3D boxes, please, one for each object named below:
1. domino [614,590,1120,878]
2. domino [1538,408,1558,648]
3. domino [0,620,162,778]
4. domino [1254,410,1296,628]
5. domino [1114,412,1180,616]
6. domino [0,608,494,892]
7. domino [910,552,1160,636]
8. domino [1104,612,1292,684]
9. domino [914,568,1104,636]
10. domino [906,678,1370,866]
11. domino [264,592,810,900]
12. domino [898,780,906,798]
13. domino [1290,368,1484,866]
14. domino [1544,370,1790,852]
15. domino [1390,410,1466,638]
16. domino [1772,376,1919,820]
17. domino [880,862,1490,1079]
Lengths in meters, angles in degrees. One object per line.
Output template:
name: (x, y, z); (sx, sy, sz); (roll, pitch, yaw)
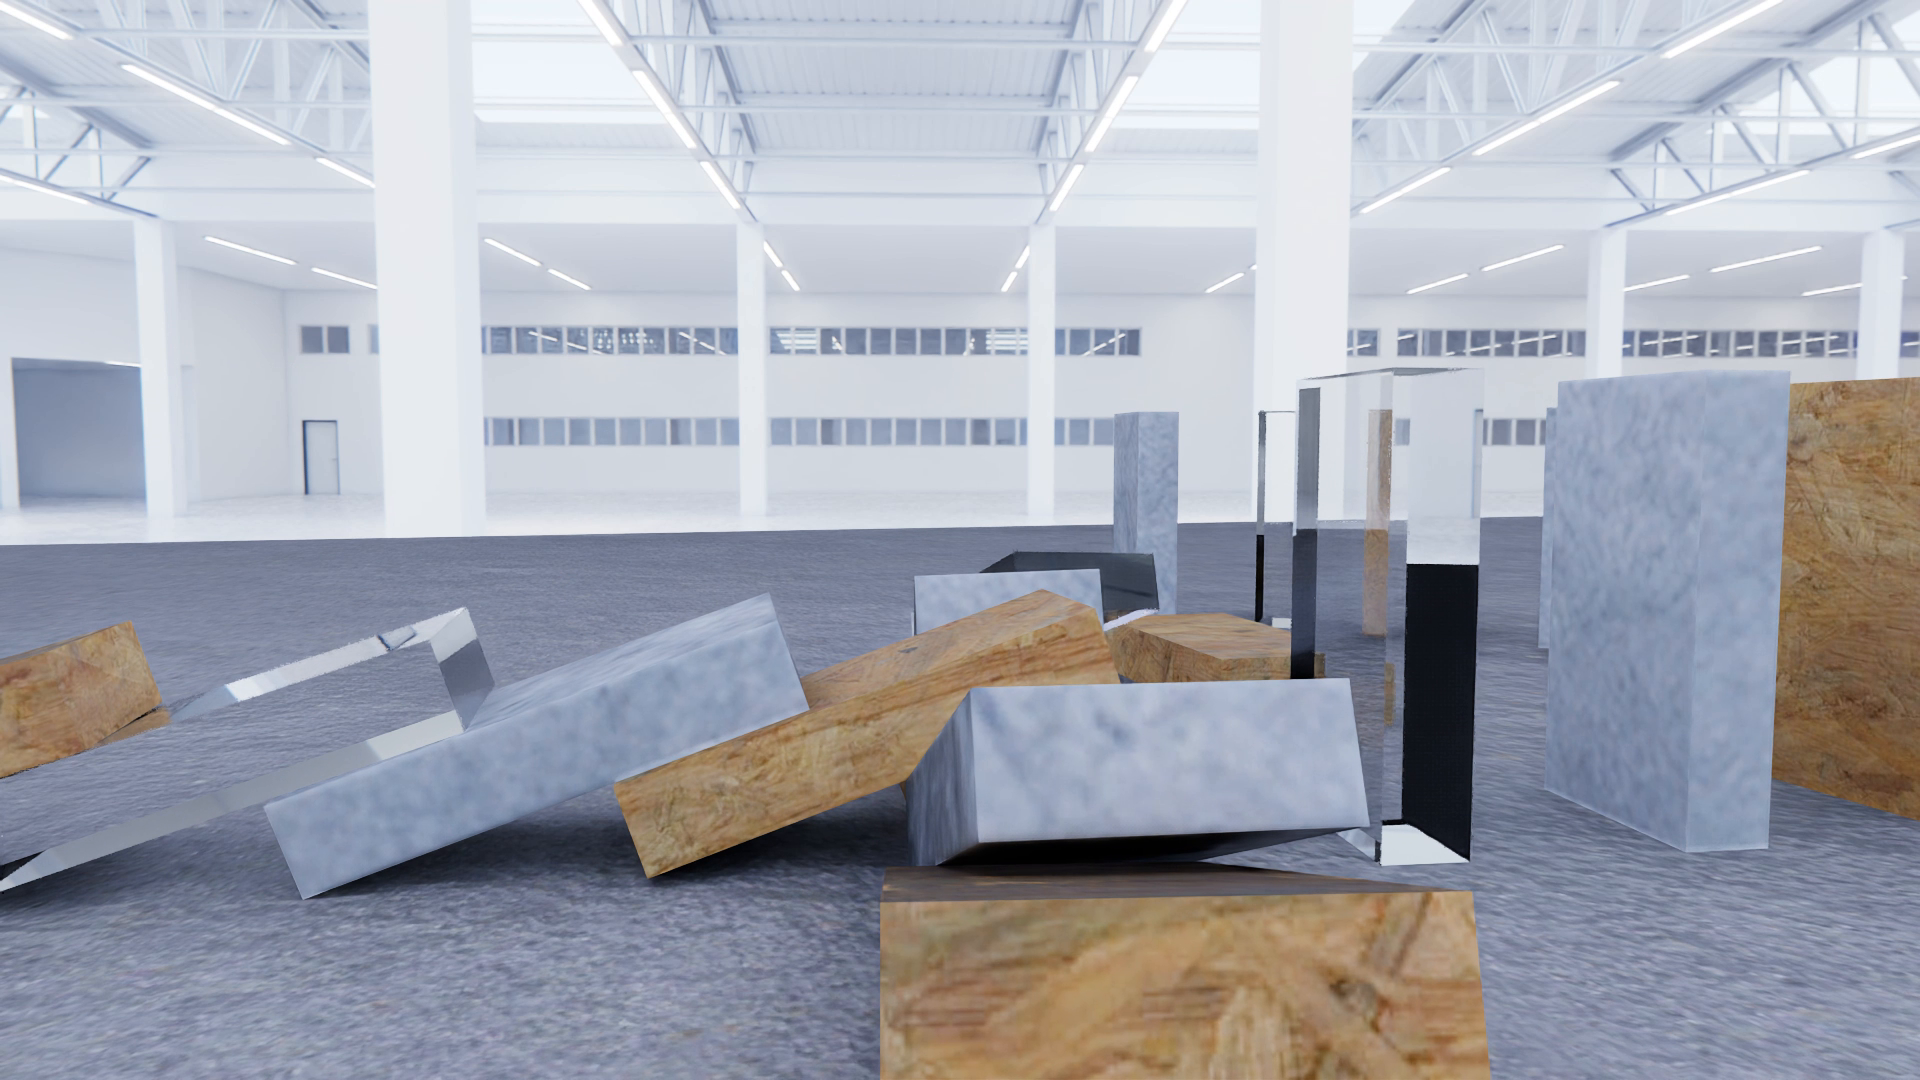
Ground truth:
domino: (-0.010, 0.019, 0.138); (0.050, 0.010, 0.025); (-20, 5, -7)
domino: (0.133, -0.003, 0.272); (0.010, 0.050, 0.025); (4, 6, 43)
domino: (-0.107, 0.022, 0.121); (0.050, 0.010, 0.025); (-19, 9, -16)
domino: (0.077, -0.006, 0.308); (0.010, 0.050, 0.025); (2, 5, 19)
domino: (0.045, -0.006, 0.313); (0.010, 0.050, 0.025); (0, 4, -6)
domino: (-0.075, 0.021, 0.129); (0.050, 0.009, 0.025); (-19, 8, -11)
domino: (0.012, 0.013, 0.228); (0.025, 0.010, 0.050); (1, -14, -22)
domino: (0.046, 0.021, 0.224); (0.025, 0.009, 0.050); (-1, 4, -15)
domino: (0.006, 0.015, 0.196); (0.025, 0.010, 0.050); (-2, -14, -3)
domino: (0.010, 0.021, 0.105); (0.025, 0.010, 0.050); (-1, -17, -8)
domino: (-0.042, 0.020, 0.135); (0.050, 0.010, 0.025); (-20, 7, -8)
domino: (0.004, 0.025, 0.166); (0.025, 0.010, 0.050); (-1, 4, -9)
domino: (0.046, 0.007, 0.141); (0.010, 0.050, 0.025); (-1, 4, -7)
domino: (0.079, 0.007, 0.145); (0.010, 0.050, 0.025); (-1, 4, -8)
domino: (0.107, -0.004, 0.293); (0.009, 0.050, 0.025); (3, 5, 33)
domino: (0.111, 0.006, 0.151); (0.009, 0.050, 0.025); (-1, 4, -14)
domino: (0.008, 0.025, 0.077); (0.025, 0.009, 0.050); (0, -13, -3)
